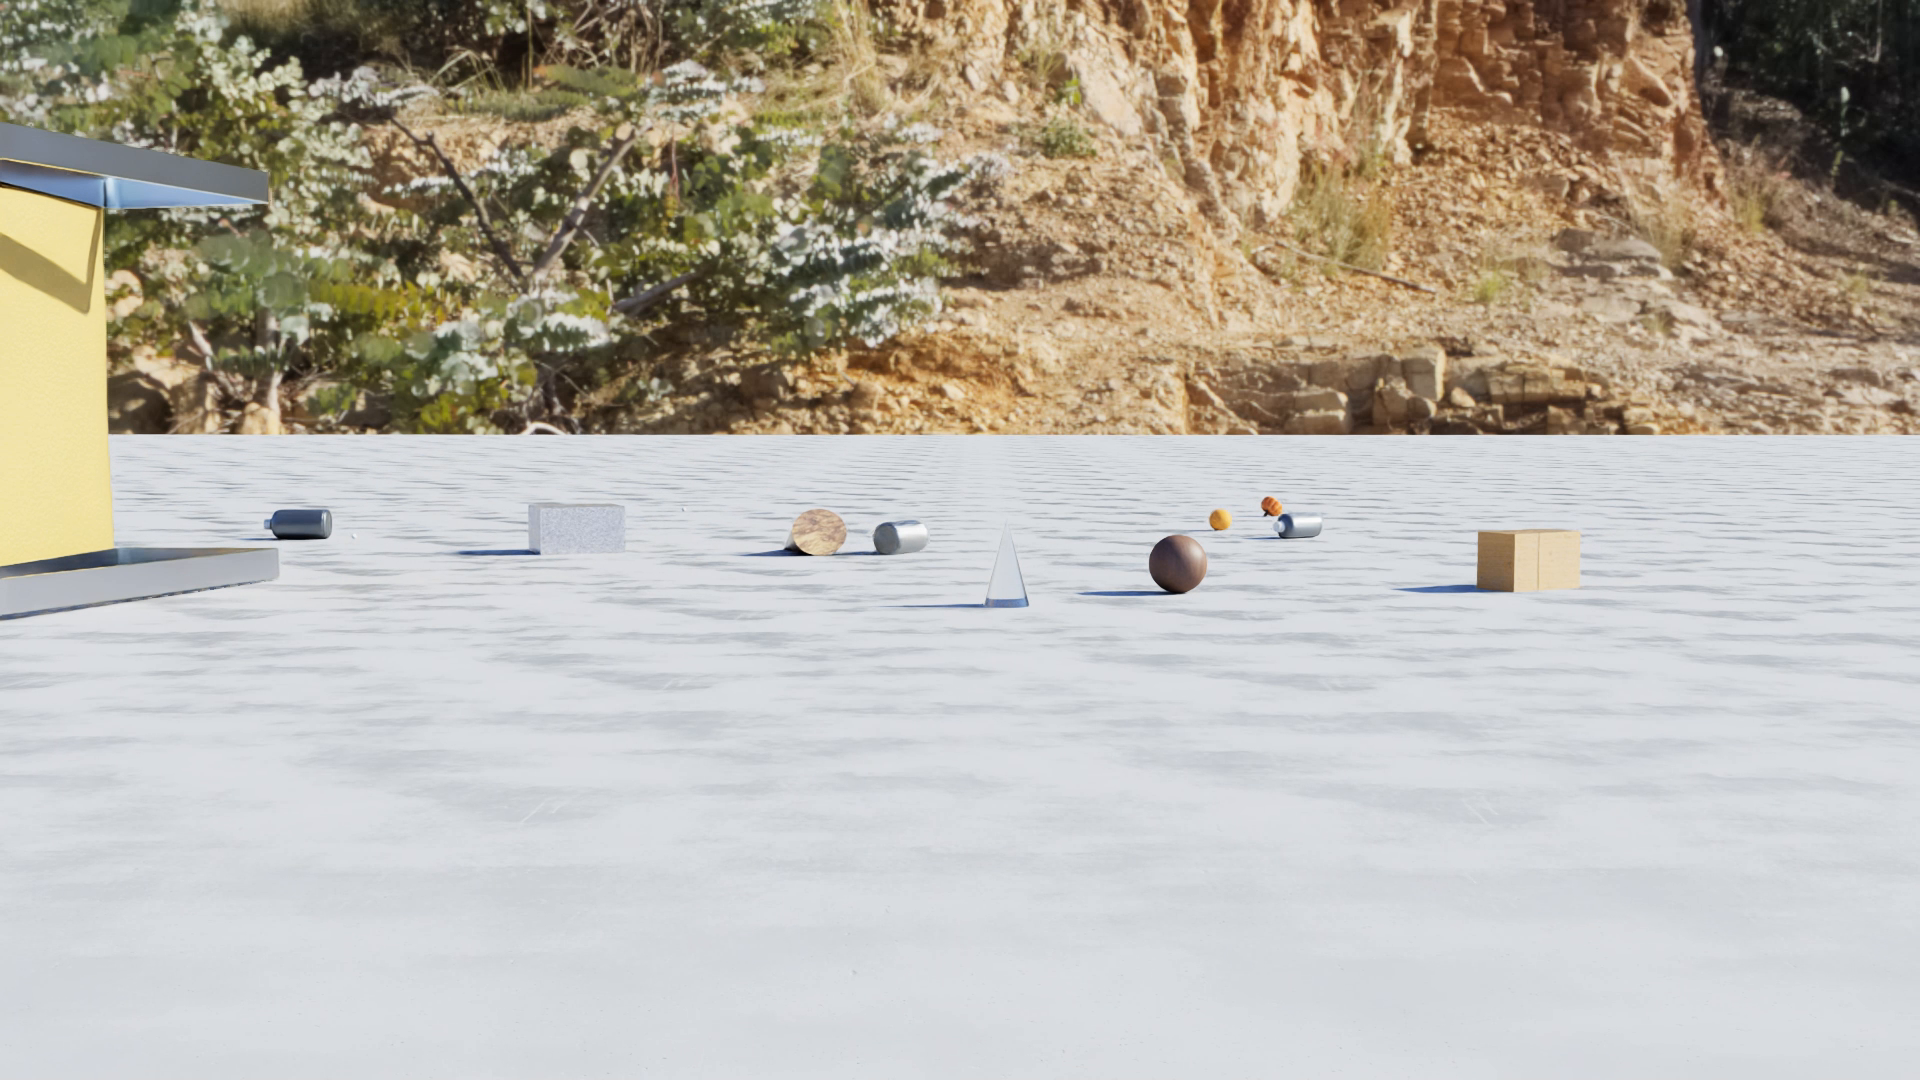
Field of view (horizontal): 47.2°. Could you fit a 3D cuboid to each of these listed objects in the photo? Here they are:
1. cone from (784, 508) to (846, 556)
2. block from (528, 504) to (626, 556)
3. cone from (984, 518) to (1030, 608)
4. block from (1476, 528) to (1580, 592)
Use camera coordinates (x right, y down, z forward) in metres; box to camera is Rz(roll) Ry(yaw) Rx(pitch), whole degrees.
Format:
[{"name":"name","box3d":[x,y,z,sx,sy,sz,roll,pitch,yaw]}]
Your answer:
[{"name":"cone","box3d":[-0.438,0.002,6.056,0.161,0.129,0.261,-5,-8,-28]},{"name":"block","box3d":[-1.059,-0.032,6.072,0.232,0.128,0.191,-1,4,-21]},{"name":"cone","box3d":[0.097,0.045,4.561,0.094,0.182,0.111,-1,4,-17]},{"name":"block","box3d":[1.282,0.045,4.956,0.209,0.129,0.112,-2,5,-32]}]
